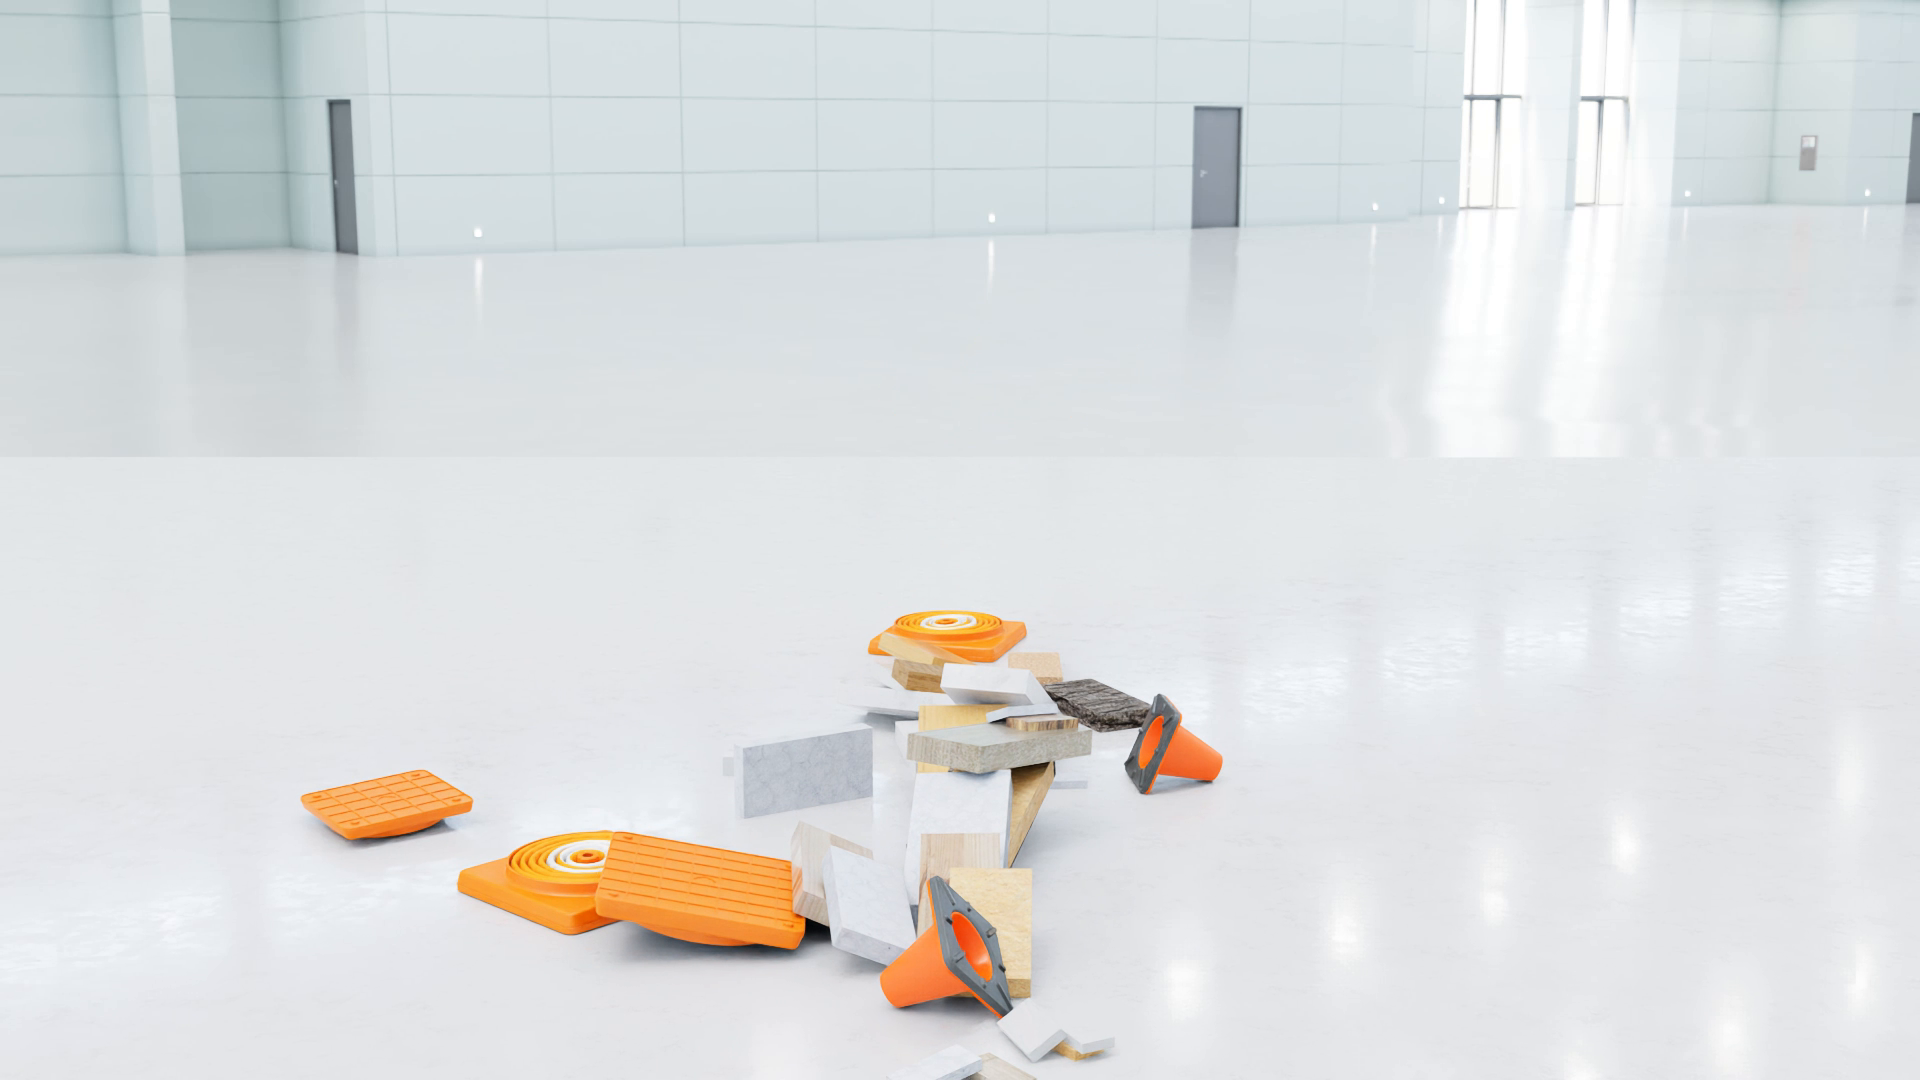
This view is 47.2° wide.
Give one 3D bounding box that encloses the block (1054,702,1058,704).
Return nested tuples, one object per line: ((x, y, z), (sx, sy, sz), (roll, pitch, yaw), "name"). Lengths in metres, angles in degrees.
((0.095, 0.357, 4.831), (0.120, 0.034, 0.239), (-7, 13, -33), "block")

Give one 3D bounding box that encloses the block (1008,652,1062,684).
((0.174, 0.305, 5.108), (0.120, 0.034, 0.239), (0, 11, 0), "block")

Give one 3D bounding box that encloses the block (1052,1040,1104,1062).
((0.146, 0.695, 3.061), (0.052, 0.015, 0.104), (-8, 13, -37), "block")

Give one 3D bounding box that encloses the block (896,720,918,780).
((-0.038, 0.423, 4.454), (0.148, 0.042, 0.295), (-2, 11, -9), "block")

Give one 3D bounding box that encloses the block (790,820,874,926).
((-0.205, 0.556, 3.597), (0.136, 0.039, 0.351), (24, 8, -9), "block")

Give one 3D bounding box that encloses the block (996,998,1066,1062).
((0.099, 0.681, 3.057), (0.058, 0.016, 0.116), (-36, 20, -11), "block")

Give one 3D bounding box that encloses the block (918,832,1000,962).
((0.000, 0.560, 3.461), (0.127, 0.036, 0.255), (-1, 34, 1), "block")

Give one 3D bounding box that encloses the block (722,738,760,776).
((-0.330, 0.435, 4.400), (0.273, 0.039, 0.136), (0, 11, 1), "block")

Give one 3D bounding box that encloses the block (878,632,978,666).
((-0.067, 0.277, 5.132), (0.141, 0.040, 0.283), (15, 2, -28), "block")

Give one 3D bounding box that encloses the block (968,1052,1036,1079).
((0.050, 0.717, 2.945), (0.052, 0.015, 0.104), (-8, 13, -36), "block")

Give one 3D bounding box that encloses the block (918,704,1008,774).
((0.008, 0.416, 4.162), (0.174, 0.049, 0.347), (-1, 24, 0), "block")

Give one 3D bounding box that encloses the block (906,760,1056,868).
((0.042, 0.476, 3.899), (0.174, 0.049, 0.347), (4, 26, 17), "block")

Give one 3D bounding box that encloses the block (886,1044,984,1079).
((-0.034, 0.710, 2.933), (0.116, 0.016, 0.058), (-17, 18, -32), "block")

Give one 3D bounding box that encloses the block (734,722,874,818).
((-0.293, 0.433, 4.139), (0.273, 0.136, 0.039), (-6, 12, -31), "block")

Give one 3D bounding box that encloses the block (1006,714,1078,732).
((0.148, 0.328, 3.946), (0.120, 0.017, 0.060), (0, 5, -39), "block")

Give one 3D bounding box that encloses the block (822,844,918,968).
((-0.142, 0.571, 3.419), (0.127, 0.036, 0.255), (22, 16, -15), "block")

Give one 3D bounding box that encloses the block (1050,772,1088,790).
((0.185, 0.468, 4.279), (0.120, 0.017, 0.060), (-1, 11, -3), "block")

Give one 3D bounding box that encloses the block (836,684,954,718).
((-0.097, 0.350, 4.689), (0.295, 0.042, 0.148), (4, -10, 27), "block")

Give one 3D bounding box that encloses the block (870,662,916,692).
((-0.105, 0.316, 4.903), (0.120, 0.034, 0.299), (11, 1, -17), "block")

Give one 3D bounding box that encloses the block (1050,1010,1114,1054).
((0.165, 0.682, 3.050), (0.052, 0.015, 0.104), (-6, 12, -27), "block")

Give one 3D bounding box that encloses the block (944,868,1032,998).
((0.045, 0.592, 3.332), (0.127, 0.036, 0.255), (0, 30, 2), "block")

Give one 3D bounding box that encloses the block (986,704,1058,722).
((0.113, 0.314, 3.984), (0.120, 0.017, 0.060), (0, -14, -39), "block")

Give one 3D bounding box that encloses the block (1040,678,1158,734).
((0.295, 0.360, 4.799), (0.141, 0.040, 0.283), (-5, 12, -26), "block")

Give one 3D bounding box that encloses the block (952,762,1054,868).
((0.042, 0.469, 3.803), (0.162, 0.046, 0.323), (4, 26, 17), "block")

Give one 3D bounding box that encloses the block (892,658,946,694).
((0.007, 0.308, 4.705), (0.283, 0.040, 0.141), (10, 5, -16), "block")

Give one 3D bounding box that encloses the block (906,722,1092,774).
((0.073, 0.360, 3.877), (0.162, 0.046, 0.323), (6, 5, 39), "block")

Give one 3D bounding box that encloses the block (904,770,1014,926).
((-0.002, 0.504, 3.630), (0.162, 0.046, 0.323), (-3, 34, 7), "block")

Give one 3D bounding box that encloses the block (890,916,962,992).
((-0.050, 0.617, 3.276), (0.116, 0.016, 0.058), (-45, 19, -5), "block")

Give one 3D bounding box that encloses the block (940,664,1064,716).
((0.096, 0.335, 4.416), (0.174, 0.049, 0.347), (4, -21, 19), "block")
